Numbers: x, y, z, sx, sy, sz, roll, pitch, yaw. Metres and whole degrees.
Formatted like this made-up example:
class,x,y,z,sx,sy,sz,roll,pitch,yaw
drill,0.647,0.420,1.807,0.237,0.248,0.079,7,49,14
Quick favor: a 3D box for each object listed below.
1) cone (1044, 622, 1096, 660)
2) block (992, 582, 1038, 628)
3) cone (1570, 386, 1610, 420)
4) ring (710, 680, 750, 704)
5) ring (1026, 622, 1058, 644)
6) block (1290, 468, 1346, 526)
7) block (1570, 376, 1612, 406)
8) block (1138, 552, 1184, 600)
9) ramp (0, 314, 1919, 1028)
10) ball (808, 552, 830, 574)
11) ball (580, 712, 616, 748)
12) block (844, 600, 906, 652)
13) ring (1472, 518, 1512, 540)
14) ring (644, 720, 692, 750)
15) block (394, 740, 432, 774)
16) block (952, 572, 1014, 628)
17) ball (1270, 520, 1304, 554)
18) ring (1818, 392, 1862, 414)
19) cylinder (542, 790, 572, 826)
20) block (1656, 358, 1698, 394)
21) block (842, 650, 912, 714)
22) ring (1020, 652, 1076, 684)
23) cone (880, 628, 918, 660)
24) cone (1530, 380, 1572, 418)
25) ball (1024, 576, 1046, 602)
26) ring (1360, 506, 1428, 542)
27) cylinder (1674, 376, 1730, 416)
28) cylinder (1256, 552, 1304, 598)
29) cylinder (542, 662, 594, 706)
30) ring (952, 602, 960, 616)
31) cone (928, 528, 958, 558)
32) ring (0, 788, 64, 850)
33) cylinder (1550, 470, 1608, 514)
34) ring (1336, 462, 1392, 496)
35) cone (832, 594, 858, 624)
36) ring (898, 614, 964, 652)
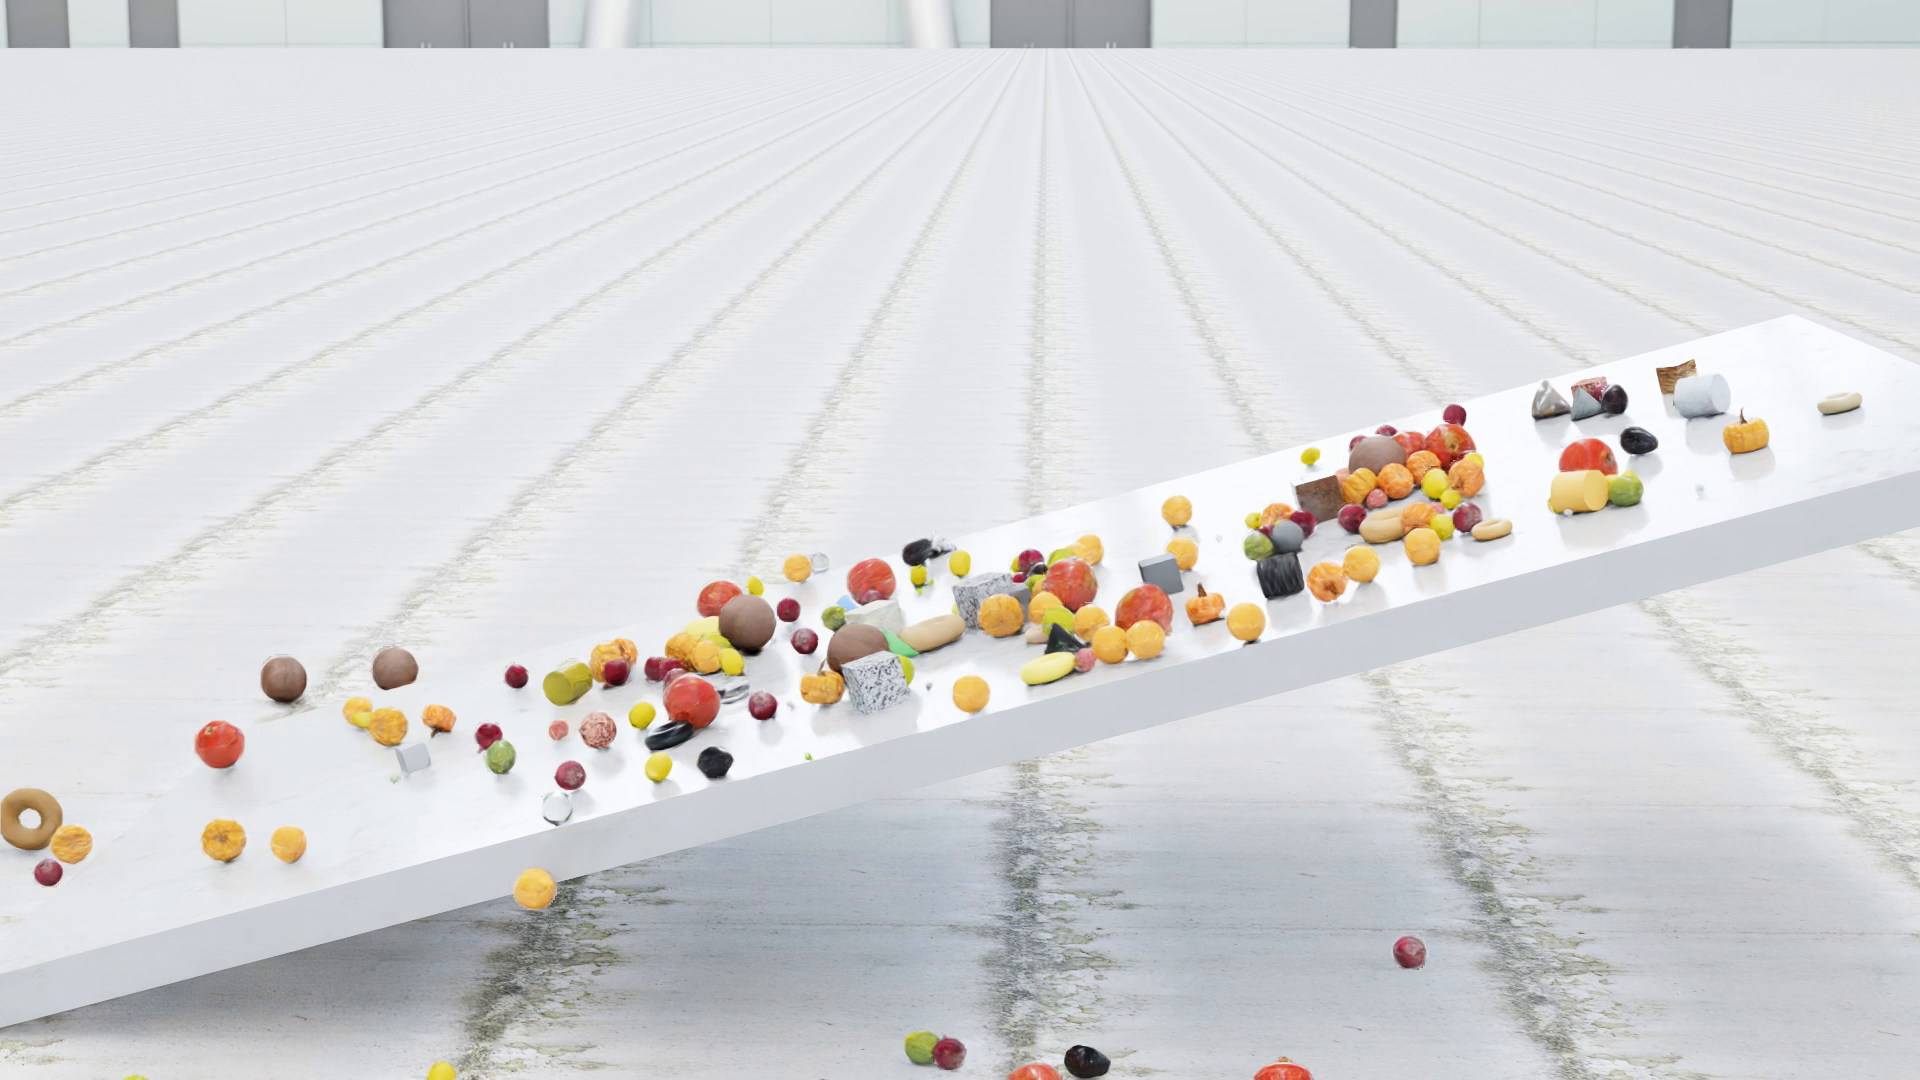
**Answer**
class,x,y,z,sx,sy,sz,roll,pitch,yaw
cone,0.213,0.209,5.569,0.092,0.092,0.092,13,12,7
block,0.113,0.135,6.080,0.068,0.068,0.068,-16,9,-4
cone,1.413,-0.297,6.570,0.079,0.079,0.079,12,11,1
ring,-0.477,0.316,6.114,0.088,0.029,0.088,-17,10,3
ring,0.167,0.185,5.832,0.077,0.026,0.077,-15,12,3
block,0.762,-0.091,6.264,0.091,0.091,0.091,-15,9,2
block,1.429,-0.331,6.662,0.062,0.062,0.062,-8,12,38
block,0.406,0.073,5.954,0.071,0.071,0.071,-16,9,-2
ramp,0.083,0.190,6.327,4.000,0.100,2.000,-15,9,4
ball,-0.353,0.059,7.346,0.056,0.056,0.056,0,10,0
ball,-0.736,0.387,5.981,0.075,0.075,0.075,0,10,0
block,-0.177,0.183,6.225,0.086,0.086,0.086,-21,11,-32
ring,1.019,-0.020,5.631,0.081,0.027,0.081,-15,11,3
ring,-0.580,0.388,5.846,0.101,0.034,0.101,-19,10,4
block,-1.174,0.465,6.311,0.054,0.054,0.054,-20,10,-25
block,0.056,0.126,6.153,0.093,0.093,0.093,-21,11,-30
ball,0.668,-0.006,5.999,0.068,0.068,0.068,0,10,0
ring,1.762,-0.275,5.890,0.090,0.030,0.090,-15,8,2
cylinder,-0.744,0.494,5.427,0.055,0.055,0.055,-1,8,-8
block,1.605,-0.366,6.577,0.062,0.062,0.062,-22,11,-33
block,-0.161,0.274,5.652,0.090,0.090,0.090,-19,10,-18
ring,0.165,0.239,5.486,0.109,0.036,0.109,-18,7,2
cone,-0.123,0.227,6.028,0.081,0.081,0.081,11,10,-3
cone,1.361,-0.306,6.690,0.092,0.092,0.092,22,20,28
ball,0.158,0.104,6.233,0.053,0.053,0.053,0,10,0
ring,0.867,-0.031,5.888,0.138,0.046,0.138,-15,11,3
cylinder,1.567,-0.304,6.209,0.085,0.085,0.085,1,9,41
cylinder,0.614,0.067,5.637,0.073,0.073,0.073,-13,7,15
cylinder,-0.877,0.320,6.583,0.081,0.081,0.081,5,15,26
ring,0.040,0.138,6.269,0.121,0.040,0.121,-15,8,2
cone,-0.037,0.014,7.144,0.072,0.072,0.072,11,10,-4
ring,-2.121,0.636,6.708,0.149,0.149,0.050,0,13,-2
cylinder,1.184,-0.093,5.623,0.078,0.078,0.078,-8,0,-37
ring,0.875,-0.134,6.463,0.149,0.050,0.149,-15,9,2
cone,-0.235,0.167,6.580,0.071,0.071,0.071,23,20,25
ring,-0.059,0.194,6.081,0.146,0.049,0.146,-18,6,2
